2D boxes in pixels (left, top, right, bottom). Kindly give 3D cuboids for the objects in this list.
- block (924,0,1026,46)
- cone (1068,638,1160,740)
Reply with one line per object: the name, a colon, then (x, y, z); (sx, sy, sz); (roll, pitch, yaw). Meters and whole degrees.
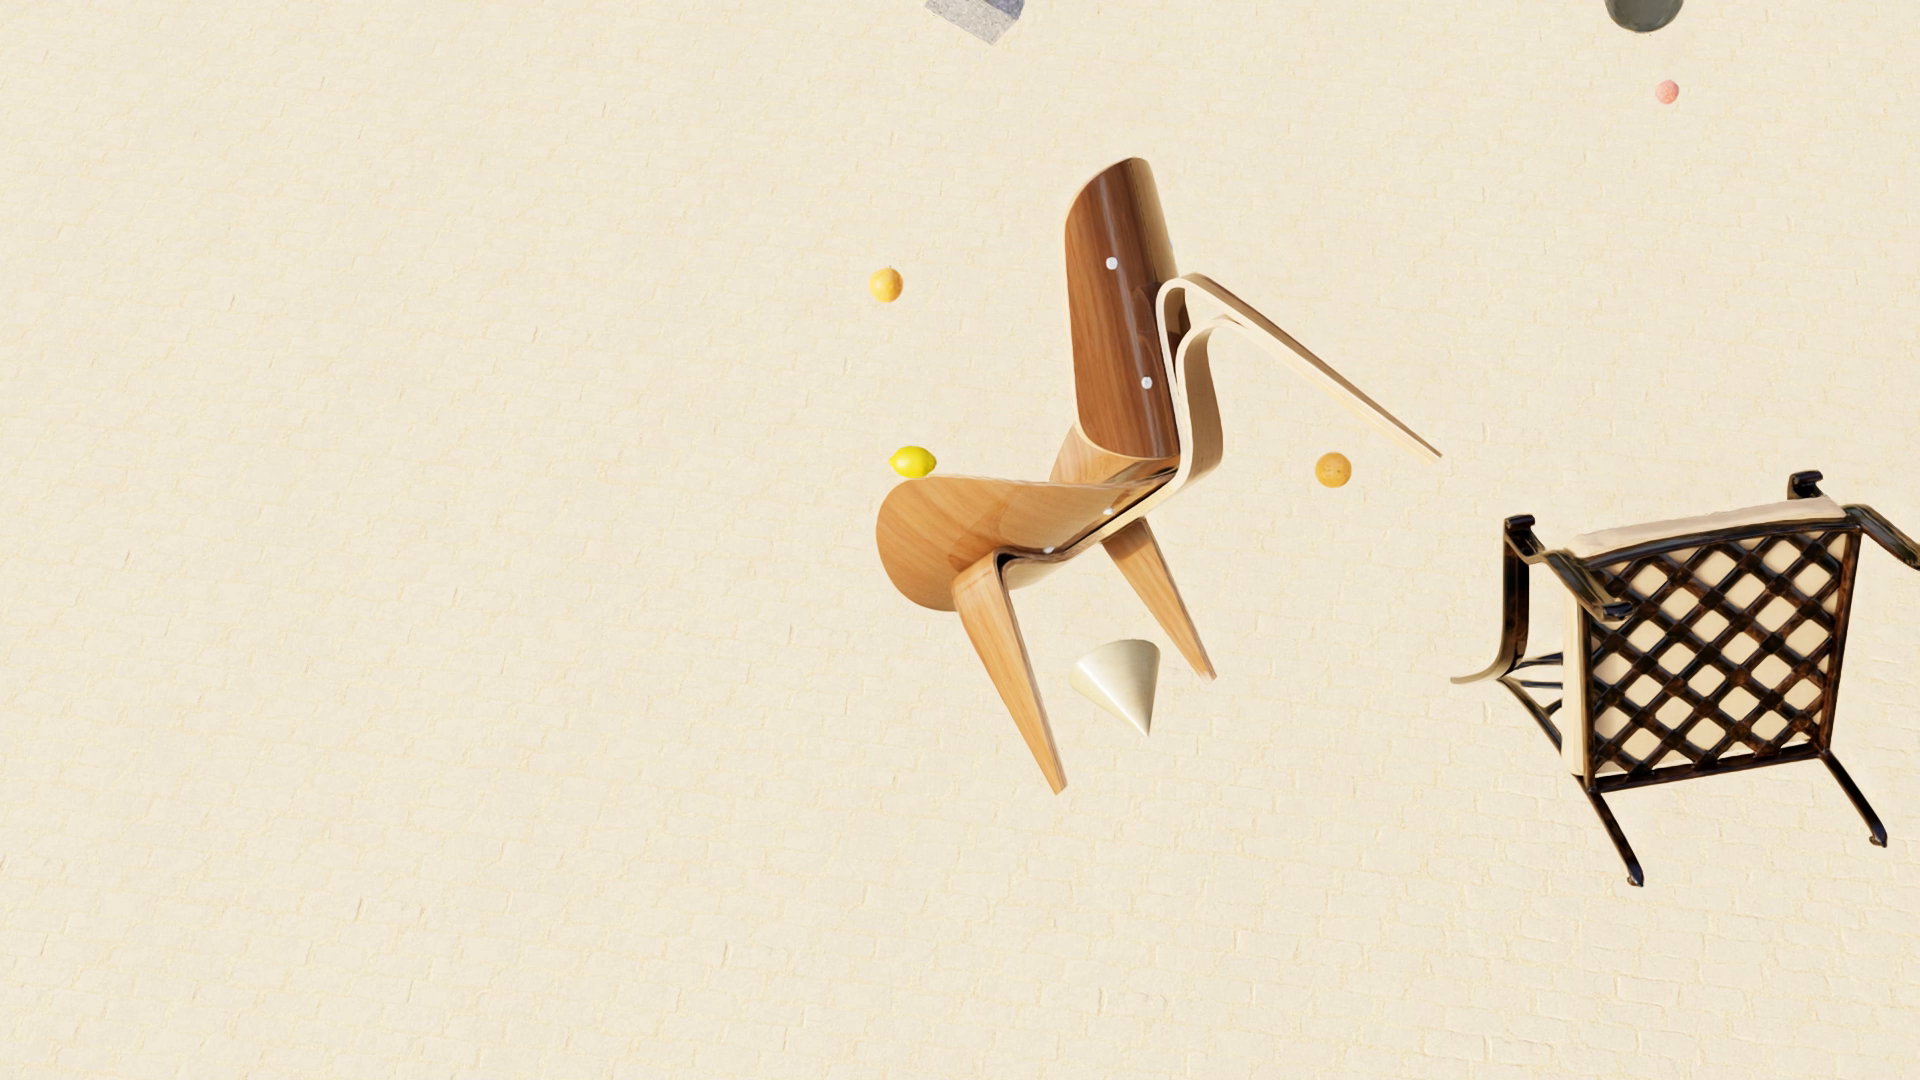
block: (0.037, -1.085, 4.374); (0.158, 0.131, 0.094); (26, 71, -17)
cone: (0.275, 0.261, 3.524); (0.160, 0.139, 0.151); (-6, 50, -22)
